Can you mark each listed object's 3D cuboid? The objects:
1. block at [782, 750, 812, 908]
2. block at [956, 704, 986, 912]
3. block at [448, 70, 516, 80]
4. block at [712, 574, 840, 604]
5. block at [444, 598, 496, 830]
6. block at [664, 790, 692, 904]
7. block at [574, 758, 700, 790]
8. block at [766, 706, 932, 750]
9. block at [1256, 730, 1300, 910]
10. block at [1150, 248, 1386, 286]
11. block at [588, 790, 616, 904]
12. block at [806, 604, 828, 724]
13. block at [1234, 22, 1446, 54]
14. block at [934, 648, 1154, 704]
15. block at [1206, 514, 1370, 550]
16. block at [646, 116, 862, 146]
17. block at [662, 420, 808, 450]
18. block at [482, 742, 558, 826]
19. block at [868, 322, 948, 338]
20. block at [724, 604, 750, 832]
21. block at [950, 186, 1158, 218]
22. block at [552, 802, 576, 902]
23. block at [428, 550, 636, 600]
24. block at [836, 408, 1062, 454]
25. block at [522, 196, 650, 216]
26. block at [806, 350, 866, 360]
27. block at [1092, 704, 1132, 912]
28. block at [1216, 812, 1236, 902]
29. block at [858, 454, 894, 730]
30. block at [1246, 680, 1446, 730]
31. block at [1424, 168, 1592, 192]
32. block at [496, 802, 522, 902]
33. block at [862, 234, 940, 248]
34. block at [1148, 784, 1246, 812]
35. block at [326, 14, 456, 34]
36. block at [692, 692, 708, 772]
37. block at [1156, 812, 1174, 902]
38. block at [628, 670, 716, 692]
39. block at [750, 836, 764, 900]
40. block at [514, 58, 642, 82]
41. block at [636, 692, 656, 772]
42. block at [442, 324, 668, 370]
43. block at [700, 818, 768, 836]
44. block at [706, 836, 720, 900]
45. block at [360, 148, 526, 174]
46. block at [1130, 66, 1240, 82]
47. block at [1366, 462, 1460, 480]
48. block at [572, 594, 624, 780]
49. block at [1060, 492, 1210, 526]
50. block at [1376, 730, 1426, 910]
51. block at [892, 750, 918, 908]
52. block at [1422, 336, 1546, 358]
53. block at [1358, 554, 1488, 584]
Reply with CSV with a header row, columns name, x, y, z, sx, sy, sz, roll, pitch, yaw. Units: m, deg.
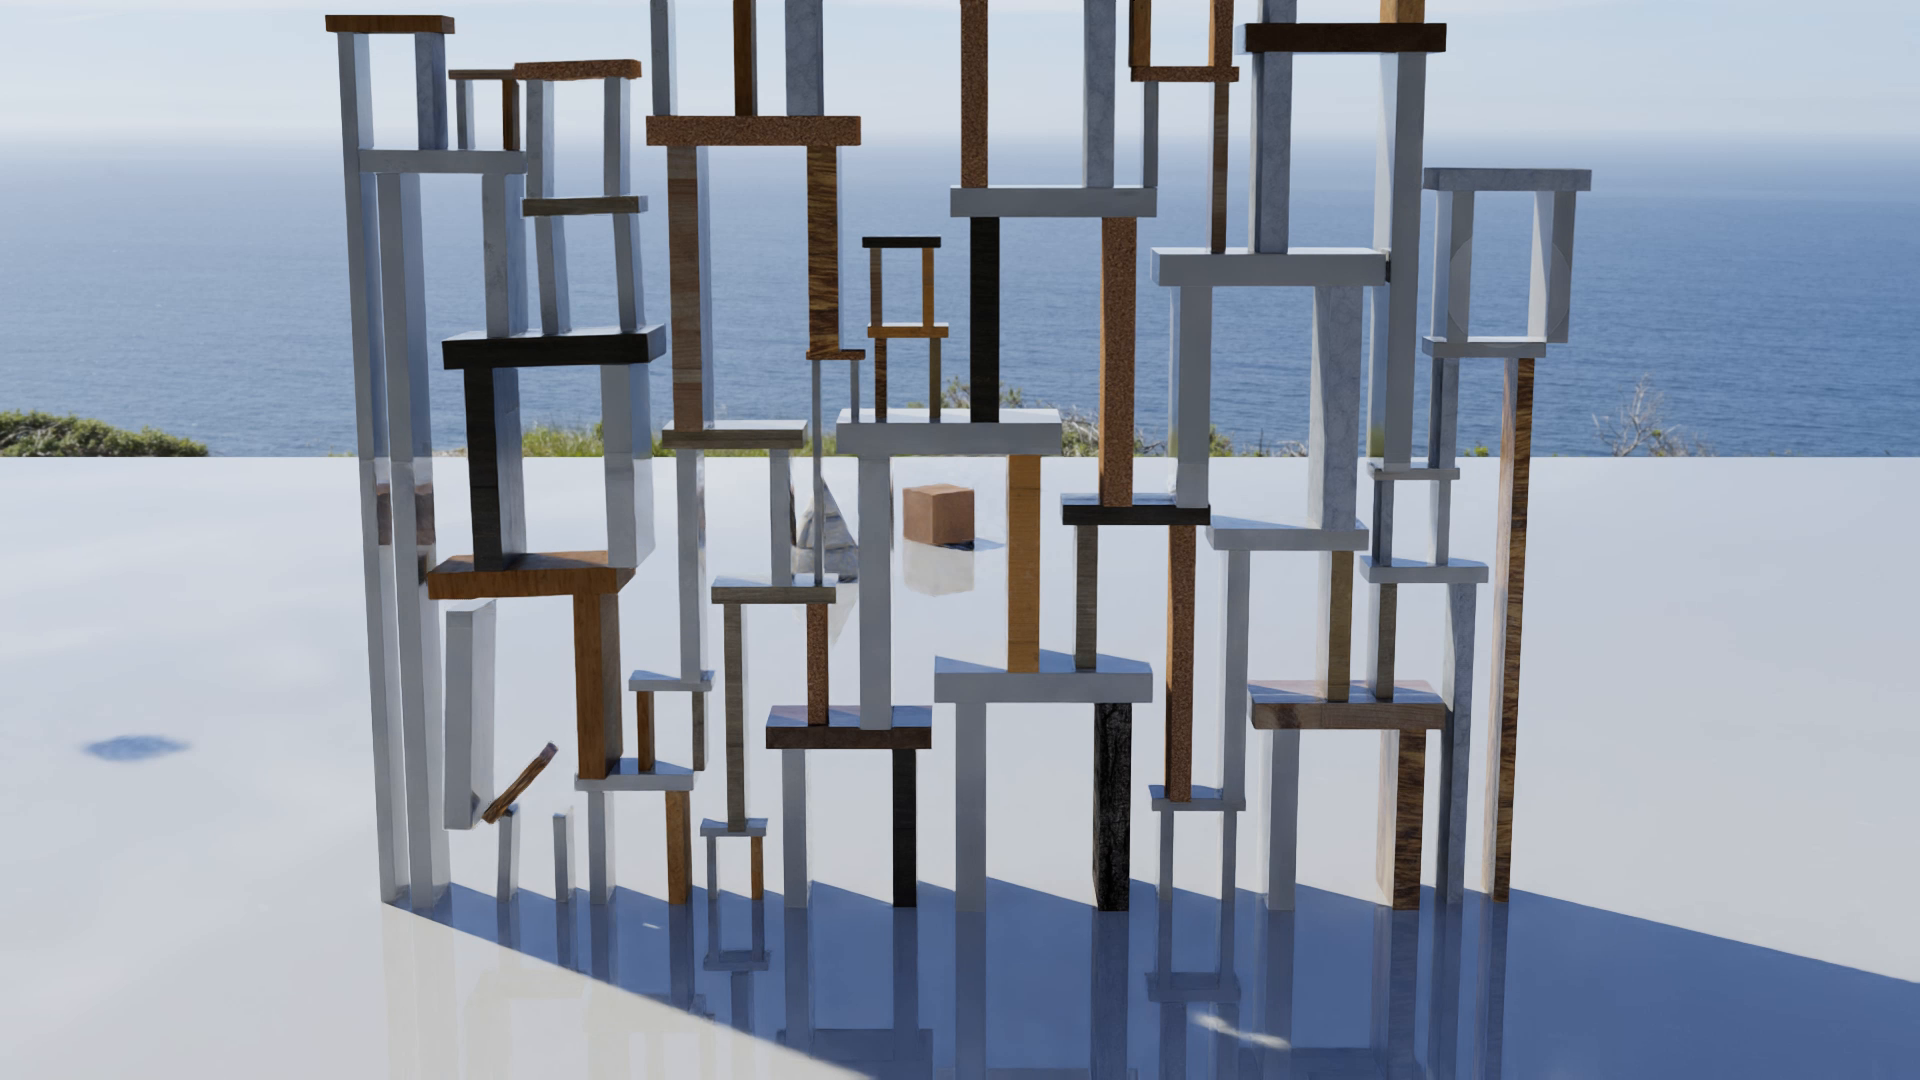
name,x,y,z,sx,sy,sz,roll,pitch,yaw
block,-0.269,0.458,3.646,0.038,0.268,0.134,0,11,0
block,0.017,0.417,3.640,0.050,0.350,0.175,0,11,0
block,-0.737,-0.724,3.424,0.107,0.015,0.054,0,11,1
block,-0.299,0.079,3.570,0.200,0.028,0.100,0,11,0
block,-0.803,0.282,3.608,0.043,0.358,0.152,2,7,2
block,-0.466,0.495,3.647,0.028,0.194,0.097,0,11,0
block,-0.531,0.386,3.627,0.194,0.028,0.097,0,11,0
block,-0.180,0.307,3.618,0.268,0.038,0.134,0,11,0
block,0.525,0.441,3.638,0.043,0.305,0.153,0,11,0
block,0.482,-0.432,3.475,0.348,0.049,0.174,0,11,0
block,-0.594,0.495,3.647,0.028,0.194,0.097,1,11,0
block,-0.232,0.191,3.591,0.028,0.200,0.100,0,11,0
block,0.587,-0.778,3.415,0.304,0.043,0.152,0,11,0
block,0.134,0.221,3.604,0.350,0.050,0.175,0,11,0
block,0.527,-0.012,3.556,0.247,0.035,0.123,0,11,0
block,-0.319,-0.640,3.438,0.321,0.046,0.161,0,11,0
block,-0.359,-0.169,3.528,0.222,0.031,0.111,0,11,0
block,-0.721,0.399,3.608,0.021,0.147,0.073,42,14,-7
block,-0.082,-0.334,3.500,0.128,0.018,0.064,0,11,0
block,-0.365,0.281,3.607,0.028,0.382,0.100,0,11,0
block,0.144,-0.534,3.461,0.318,0.045,0.159,0,11,0
block,-0.657,0.518,3.653,0.021,0.147,0.073,0,11,0
block,-0.692,0.055,3.568,0.303,0.043,0.152,-2,11,3
block,-0.017,-0.175,3.529,0.353,0.050,0.176,0,11,0
block,-0.588,-0.526,3.459,0.182,0.026,0.091,-2,10,2
block,-0.198,-0.295,3.501,0.092,0.013,0.046,0,11,0
block,0.251,0.417,3.640,0.050,0.350,0.175,0,11,0
block,0.443,0.513,3.657,0.022,0.155,0.077,0,11,0
block,-0.135,0.069,3.575,0.050,0.446,0.176,0,11,0
block,0.627,0.269,3.606,0.305,0.043,0.153,0,11,0
block,0.857,-0.566,3.451,0.235,0.033,0.117,0,11,0
block,-0.749,0.518,3.652,0.021,0.147,0.073,4,11,0
block,-0.091,-0.471,3.470,0.122,0.017,0.061,0,11,0
block,0.391,0.427,3.641,0.155,0.022,0.077,0,11,0
block,-0.884,-0.800,3.415,0.178,0.025,0.089,0,11,0
block,-0.427,0.306,3.616,0.019,0.134,0.067,0,11,-1
block,0.340,0.513,3.657,0.022,0.155,0.077,0,11,0
block,-0.471,0.230,3.602,0.134,0.019,0.067,0,11,0
block,-0.337,0.537,3.656,0.015,0.109,0.054,0,11,0
block,-0.592,-0.730,3.419,0.181,0.026,0.090,-1,10,2
block,-0.516,0.306,3.616,0.019,0.134,0.067,0,11,-1
block,-0.641,-0.307,3.495,0.322,0.046,0.161,-2,10,3
block,-0.373,0.476,3.645,0.109,0.015,0.054,0,11,0
block,-0.410,0.537,3.656,0.015,0.109,0.054,0,11,0
block,-0.798,-0.593,3.444,0.251,0.036,0.126,1,11,1
block,0.349,-0.725,3.422,0.161,0.023,0.081,0,11,0
block,0.729,-0.111,3.543,0.137,0.019,0.068,0,11,0
block,-0.590,0.223,3.595,0.043,0.303,0.152,0,11,2
block,0.281,-0.050,3.550,0.235,0.033,0.117,0,11,0
block,0.728,0.441,3.638,0.043,0.305,0.153,0,11,0
block,-0.091,0.458,3.646,0.038,0.268,0.134,0,11,0
block,0.834,-0.308,3.505,0.177,0.025,0.089,0,11,0
block,0.751,0.047,3.566,0.191,0.027,0.095,0,11,0
